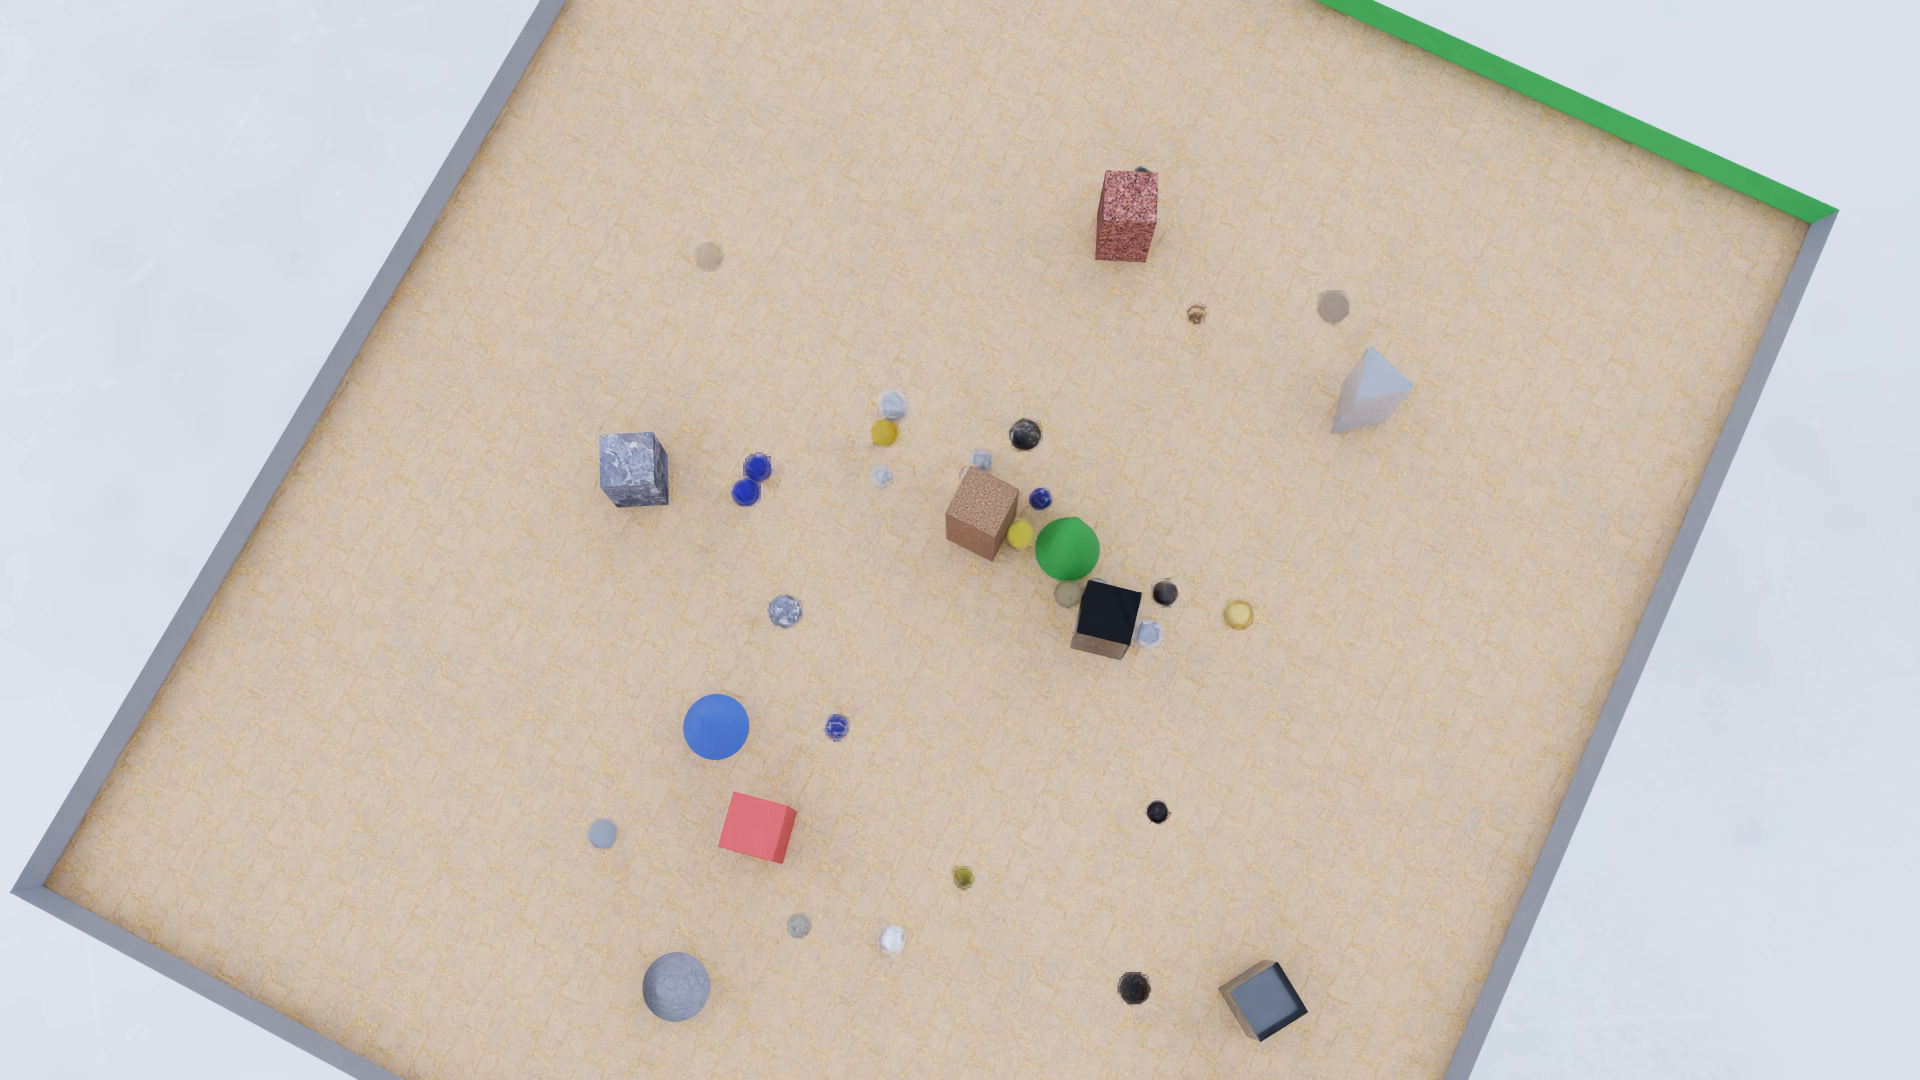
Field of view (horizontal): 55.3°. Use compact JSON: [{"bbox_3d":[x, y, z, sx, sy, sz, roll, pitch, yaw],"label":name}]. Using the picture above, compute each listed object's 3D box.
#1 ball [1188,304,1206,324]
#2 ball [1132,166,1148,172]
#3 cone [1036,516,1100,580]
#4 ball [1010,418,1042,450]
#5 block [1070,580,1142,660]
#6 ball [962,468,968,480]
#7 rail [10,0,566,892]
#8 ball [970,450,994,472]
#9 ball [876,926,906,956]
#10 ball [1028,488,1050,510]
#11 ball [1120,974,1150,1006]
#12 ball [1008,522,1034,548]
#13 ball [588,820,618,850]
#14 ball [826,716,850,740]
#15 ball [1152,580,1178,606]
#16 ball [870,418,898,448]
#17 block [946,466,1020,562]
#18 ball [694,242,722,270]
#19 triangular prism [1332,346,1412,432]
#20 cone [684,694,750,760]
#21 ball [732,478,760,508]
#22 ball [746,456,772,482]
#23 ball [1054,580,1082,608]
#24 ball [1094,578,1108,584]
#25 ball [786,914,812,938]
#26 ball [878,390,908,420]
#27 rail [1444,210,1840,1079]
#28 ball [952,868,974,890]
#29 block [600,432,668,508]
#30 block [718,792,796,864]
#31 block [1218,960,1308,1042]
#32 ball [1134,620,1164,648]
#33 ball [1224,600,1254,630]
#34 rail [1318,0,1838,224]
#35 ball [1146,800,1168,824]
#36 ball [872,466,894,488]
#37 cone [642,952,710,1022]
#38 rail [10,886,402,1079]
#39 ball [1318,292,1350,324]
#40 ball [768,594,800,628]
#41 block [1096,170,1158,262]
[{"bbox_3d":[0.741,-0.706,5.732,0.061,0.061,0.061,0,78,0],"label":"ball"},{"bbox_3d":[0.573,-1.156,5.825,0.060,0.060,0.060,0,78,0],"label":"ball"},{"bbox_3d":[0.329,-0.018,5.381,0.198,0.468,0.198,0,78,0],"label":"cone"},{"bbox_3d":[0.200,-0.324,5.633,0.099,0.099,0.099,0,78,0],"label":"ball"},{"bbox_3d":[0.429,0.239,5.412,0.159,0.304,0.159,14,79,3],"label":"block"},{"bbox_3d":[0.028,-0.198,5.635,0.045,0.045,0.045,0,78,0],"label":"ball"},{"bbox_3d":[-1.751,-0.851,5.726,0.045,0.129,4.314,26,80,5],"label":"rail"},{"bbox_3d":[0.068,-0.240,5.630,0.072,0.072,0.072,0,78,0],"label":"ball"},{"bbox_3d":[-0.199,1.164,5.332,0.086,0.086,0.086,0,78,0],"label":"ball"},{"bbox_3d":[0.244,-0.125,5.608,0.068,0.068,0.068,0,78,0],"label":"ball"},{"bbox_3d":[0.506,1.300,5.302,0.089,0.089,0.089,0,78,0],"label":"ball"},{"bbox_3d":[0.185,-0.016,5.575,0.084,0.084,0.084,0,78,0],"label":"ball"},{"bbox_3d":[-1.051,0.866,5.393,0.087,0.087,0.087,0,78,0],"label":"ball"},{"bbox_3d":[-0.365,0.559,5.465,0.071,0.071,0.071,0,78,0],"label":"ball"},{"bbox_3d":[0.621,0.161,5.543,0.079,0.079,0.079,0,78,0],"label":"ball"},{"bbox_3d":[-0.234,-0.329,5.640,0.088,0.088,0.088,0,78,0],"label":"ball"},{"bbox_3d":[0.065,-0.075,5.444,0.159,0.369,0.159,26,80,5],"label":"block"},{"bbox_3d":[-0.791,-0.893,5.756,0.089,0.089,0.089,0,78,0],"label":"ball"},{"bbox_3d":[1.218,-0.460,5.525,0.172,0.365,0.149,-14,79,-3],"label":"triangular prism"},{"bbox_3d":[-0.732,0.528,5.341,0.198,0.325,0.198,0,78,0],"label":"cone"},{"bbox_3d":[-0.655,-0.144,5.602,0.087,0.087,0.087,0,78,0],"label":"ball"},{"bbox_3d":[-0.618,-0.219,5.620,0.082,0.082,0.082,0,78,0],"label":"ball"},{"bbox_3d":[0.327,0.161,5.539,0.086,0.086,0.086,0,78,0],"label":"ball"},{"bbox_3d":[0.420,0.147,5.553,0.065,0.065,0.065,0,78,0],"label":"ball"},{"bbox_3d":[-0.470,1.125,5.347,0.071,0.071,0.071,0,78,0],"label":"ball"},{"bbox_3d":[-0.207,-0.416,5.651,0.095,0.095,0.095,0,78,0],"label":"ball"},{"bbox_3d":[1.751,0.864,5.371,0.045,0.129,4.314,26,80,5],"label":"rail"},{"bbox_3d":[0.011,0.993,5.378,0.065,0.065,0.065,0,78,0],"label":"ball"},{"bbox_3d":[-0.980,-0.210,5.520,0.159,0.274,0.159,-3,78,-1],"label":"block"},{"bbox_3d":[-0.581,0.833,5.290,0.159,0.302,0.159,14,79,3],"label":"block"},{"bbox_3d":[0.861,1.310,5.221,0.159,0.244,0.159,-30,80,-6],"label":"block"},{"bbox_3d":[0.569,0.284,5.514,0.087,0.087,0.087,0,78,0],"label":"ball"},{"bbox_3d":[0.840,0.226,5.522,0.093,0.093,0.093,0,78,0],"label":"ball"},{"bbox_3d":[0.954,-1.861,5.935,3.963,0.129,0.045,26,80,5],"label":"rail"},{"bbox_3d":[0.583,0.804,5.416,0.067,0.067,0.067,0,78,0],"label":"ball"},{"bbox_3d":[-0.239,-0.193,5.623,0.067,0.067,0.067,0,78,0],"label":"ball"},{"bbox_3d":[-0.828,1.267,5.168,0.198,0.366,0.198,0,78,0],"label":"cone"},{"bbox_3d":[-0.954,1.875,5.162,3.963,0.129,0.045,26,80,5],"label":"rail"},{"bbox_3d":[1.165,-0.725,5.716,0.099,0.099,0.099,0,78,0],"label":"ball"},{"bbox_3d":[-0.529,0.214,5.522,0.099,0.099,0.099,0,78,0],"label":"ball"},{"bbox_3d":[0.512,-0.994,5.649,0.159,0.339,0.159,3,78,1],"label":"block"}]
